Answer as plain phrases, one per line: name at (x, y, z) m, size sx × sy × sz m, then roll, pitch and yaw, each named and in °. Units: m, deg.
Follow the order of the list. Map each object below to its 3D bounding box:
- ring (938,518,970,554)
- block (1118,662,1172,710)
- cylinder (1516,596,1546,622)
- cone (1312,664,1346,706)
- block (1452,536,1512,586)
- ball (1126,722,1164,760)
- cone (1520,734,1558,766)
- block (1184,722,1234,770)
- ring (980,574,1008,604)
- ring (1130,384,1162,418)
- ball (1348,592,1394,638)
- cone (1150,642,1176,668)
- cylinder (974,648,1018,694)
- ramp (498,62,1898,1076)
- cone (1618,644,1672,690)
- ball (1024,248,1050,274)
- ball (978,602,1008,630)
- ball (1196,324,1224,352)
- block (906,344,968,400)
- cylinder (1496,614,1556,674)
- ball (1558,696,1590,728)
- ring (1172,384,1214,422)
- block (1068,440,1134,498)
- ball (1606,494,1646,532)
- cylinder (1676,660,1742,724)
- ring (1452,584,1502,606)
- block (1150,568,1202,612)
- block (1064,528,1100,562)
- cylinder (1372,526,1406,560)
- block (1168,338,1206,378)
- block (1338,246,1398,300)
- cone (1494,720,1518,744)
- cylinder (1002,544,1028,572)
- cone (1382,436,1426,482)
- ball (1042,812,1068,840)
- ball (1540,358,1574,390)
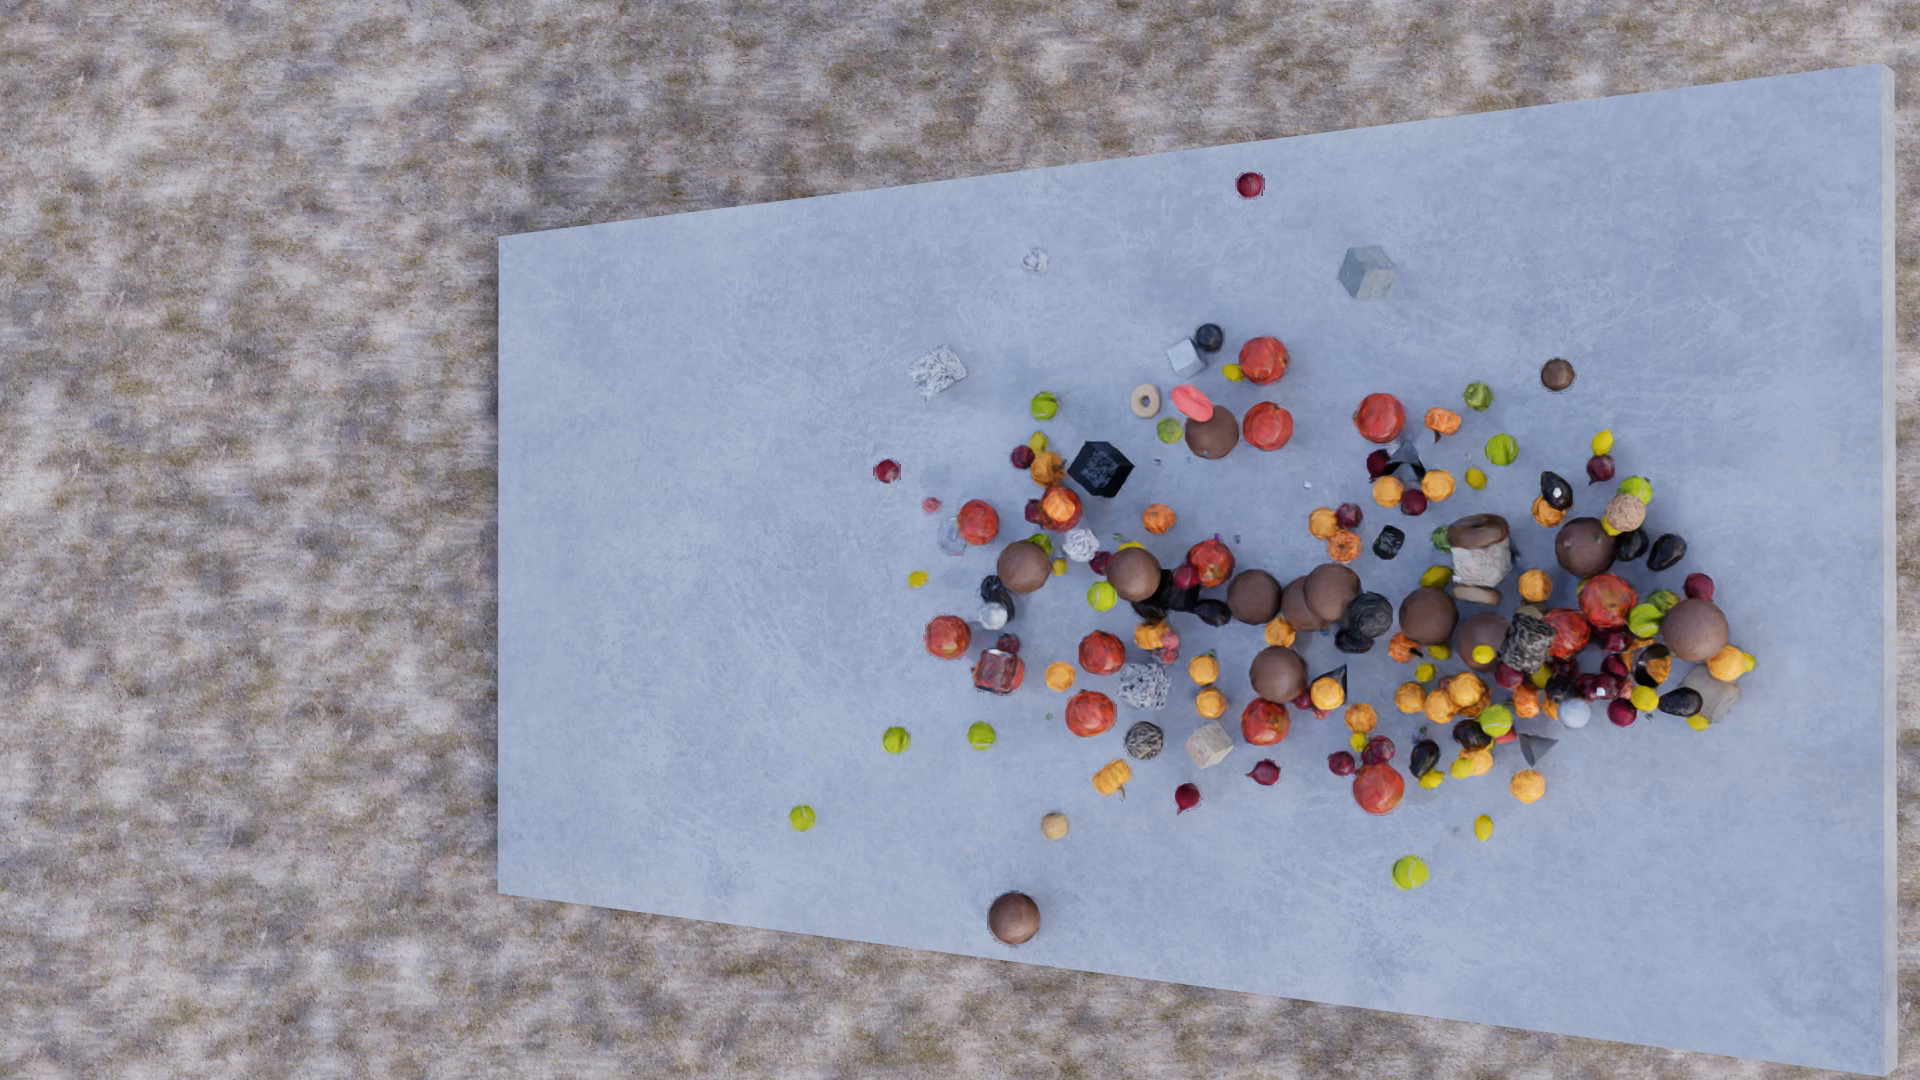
ring at (-0.015, -0.010, 5.662) m, size 0.092 × 0.031 × 0.092 m, roll 1°, pitch 91°, yaw 37°
block at (0.443, 0.350, 5.271) m, size 0.083 × 0.083 × 0.083 m, roll -1°, pitch 60°, yaw 38°
cylinder at (1.225, 0.159, 4.722) m, size 0.060 × 0.060 × 0.060 m, roll 7°, pitch 111°, yaw 19°
cone at (0.848, 0.309, 4.935) m, size 0.089 × 0.089 × 0.089 m, roll 26°, pitch 124°, yaw 0°
block at (1.128, 0.039, 4.751) m, size 0.088 × 0.088 × 0.088 m, roll 5°, pitch 118°, yaw 41°
ball at (0.443, 0.483, 5.285) m, size 0.091 × 0.091 × 0.091 m, roll 0°, pitch 90°, yaw 0°
cone at (1.247, 0.438, 4.703) m, size 0.075 × 0.075 × 0.075 m, roll -17°, pitch 90°, yaw -4°
block at (0.586, 0.484, 5.180) m, size 0.071 × 0.071 × 0.071 m, roll -16°, pitch 61°, yaw -37°
ring at (0.087, 0.128, 5.588) m, size 0.080 × 0.027 × 0.080 m, roll 0°, pitch 91°, yaw 35°
ring at (0.451, -0.336, 5.325) m, size 0.084 × 0.028 × 0.084 m, roll 1°, pitch 92°, yaw 37°
ball at (0.895, 0.164, 4.796) m, size 0.099 × 0.099 × 0.099 m, roll 0°, pitch 90°, yaw 0°
cone at (0.474, 0.277, 5.281) m, size 0.063 × 0.063 × 0.063 m, roll 0°, pitch 89°, yaw 36°
cylinder at (0.090, 0.322, 5.384) m, size 0.091 × 0.091 × 0.091 m, roll 13°, pitch 95°, yaw 0°
ramp at (0.237, 0.066, 5.557) m, size 4.000 × 0.100 × 2.000 m, roll 0°, pitch 89°, yaw 36°
cone at (1.391, 0.248, 4.528) m, size 0.100 × 0.100 × 0.100 m, roll -8°, pitch 107°, yaw -27°
ball at (0.191, -0.698, 5.495) m, size 0.065 × 0.065 × 0.065 m, roll 0°, pitch 90°, yaw 0°
ball at (0.082, 0.189, 5.483) m, size 0.072 × 0.072 × 0.072 m, roll 0°, pitch 90°, yaw 0°
ball at (0.590, -0.479, 5.199) m, size 0.066 × 0.066 × 0.066 m, roll 0°, pitch 90°, yaw 0°
block at (-0.059, -0.430, 5.641) m, size 0.094 × 0.094 × 0.094 m, roll -33°, pitch 90°, yaw 31°
cylinder at (1.177, 0.217, 4.572) m, size 0.092 × 0.092 × 0.092 m, roll 19°, pitch 111°, yaw 0°
ball at (1.284, 0.361, 4.598) m, size 0.068 × 0.068 × 0.068 m, roll 0°, pitch 90°, yaw 0°
ring at (0.538, -0.317, 5.083) m, size 0.110 × 0.110 × 0.037 m, roll 34°, pitch 118°, yaw 0°
block at (0.343, -0.173, 5.357) m, size 0.096 × 0.096 × 0.096 m, roll 45°, pitch 116°, yaw 30°
ball at (1.367, -0.056, 4.519) m, size 0.079 × 0.079 × 0.079 m, roll 0°, pitch 90°, yaw 0°
cylinder at (1.530, 0.310, 4.491) m, size 0.092 × 0.092 × 0.092 m, roll -44°, pitch 63°, yaw 0°
ring at (1.124, 0.118, 4.778) m, size 0.107 × 0.107 × 0.036 m, roll 13°, pitch 91°, yaw 0°
block at (0.511, 0.121, 5.223) m, size 0.080 × 0.080 × 0.080 m, roll 8°, pitch 99°, yaw -29°
block at (0.293, 0.012, 5.300) m, size 0.055 × 0.055 × 0.055 m, roll 50°, pitch 48°, yaw -36°
cylinder at (0.905, 0.007, 4.642) m, size 0.052 × 0.052 × 0.052 m, roll 38°, pitch 61°, yaw 0°
block at (0.539, -0.432, 5.227) m, size 0.061 × 0.061 × 0.061 m, roll -28°, pitch 66°, yaw 18°
block at (0.911, -0.597, 4.918) m, size 0.083 × 0.083 × 0.083 m, roll -7°, pitch 47°, yaw -23°
cone at (1.187, 0.421, 4.739) m, size 0.052 × 0.052 × 0.052 m, roll -4°, pitch 102°, yaw -20°
cylinder at (0.139, 0.046, 5.535) m, size 0.050 × 0.050 × 0.050 m, roll -28°, pitch 69°, yaw 0°
cone at (0.999, -0.193, 4.912) m, size 0.096 × 0.096 × 0.096 m, roll 13°, pitch 66°, yaw 0°
ball at (0.235, 0.708, 5.451) m, size 0.066 × 0.066 × 0.066 m, roll 0°, pitch 90°, yaw 0°
ball at (1.275, -0.353, 4.695) m, size 0.070 × 0.070 × 0.070 m, roll 0°, pitch 90°, yaw 0°
